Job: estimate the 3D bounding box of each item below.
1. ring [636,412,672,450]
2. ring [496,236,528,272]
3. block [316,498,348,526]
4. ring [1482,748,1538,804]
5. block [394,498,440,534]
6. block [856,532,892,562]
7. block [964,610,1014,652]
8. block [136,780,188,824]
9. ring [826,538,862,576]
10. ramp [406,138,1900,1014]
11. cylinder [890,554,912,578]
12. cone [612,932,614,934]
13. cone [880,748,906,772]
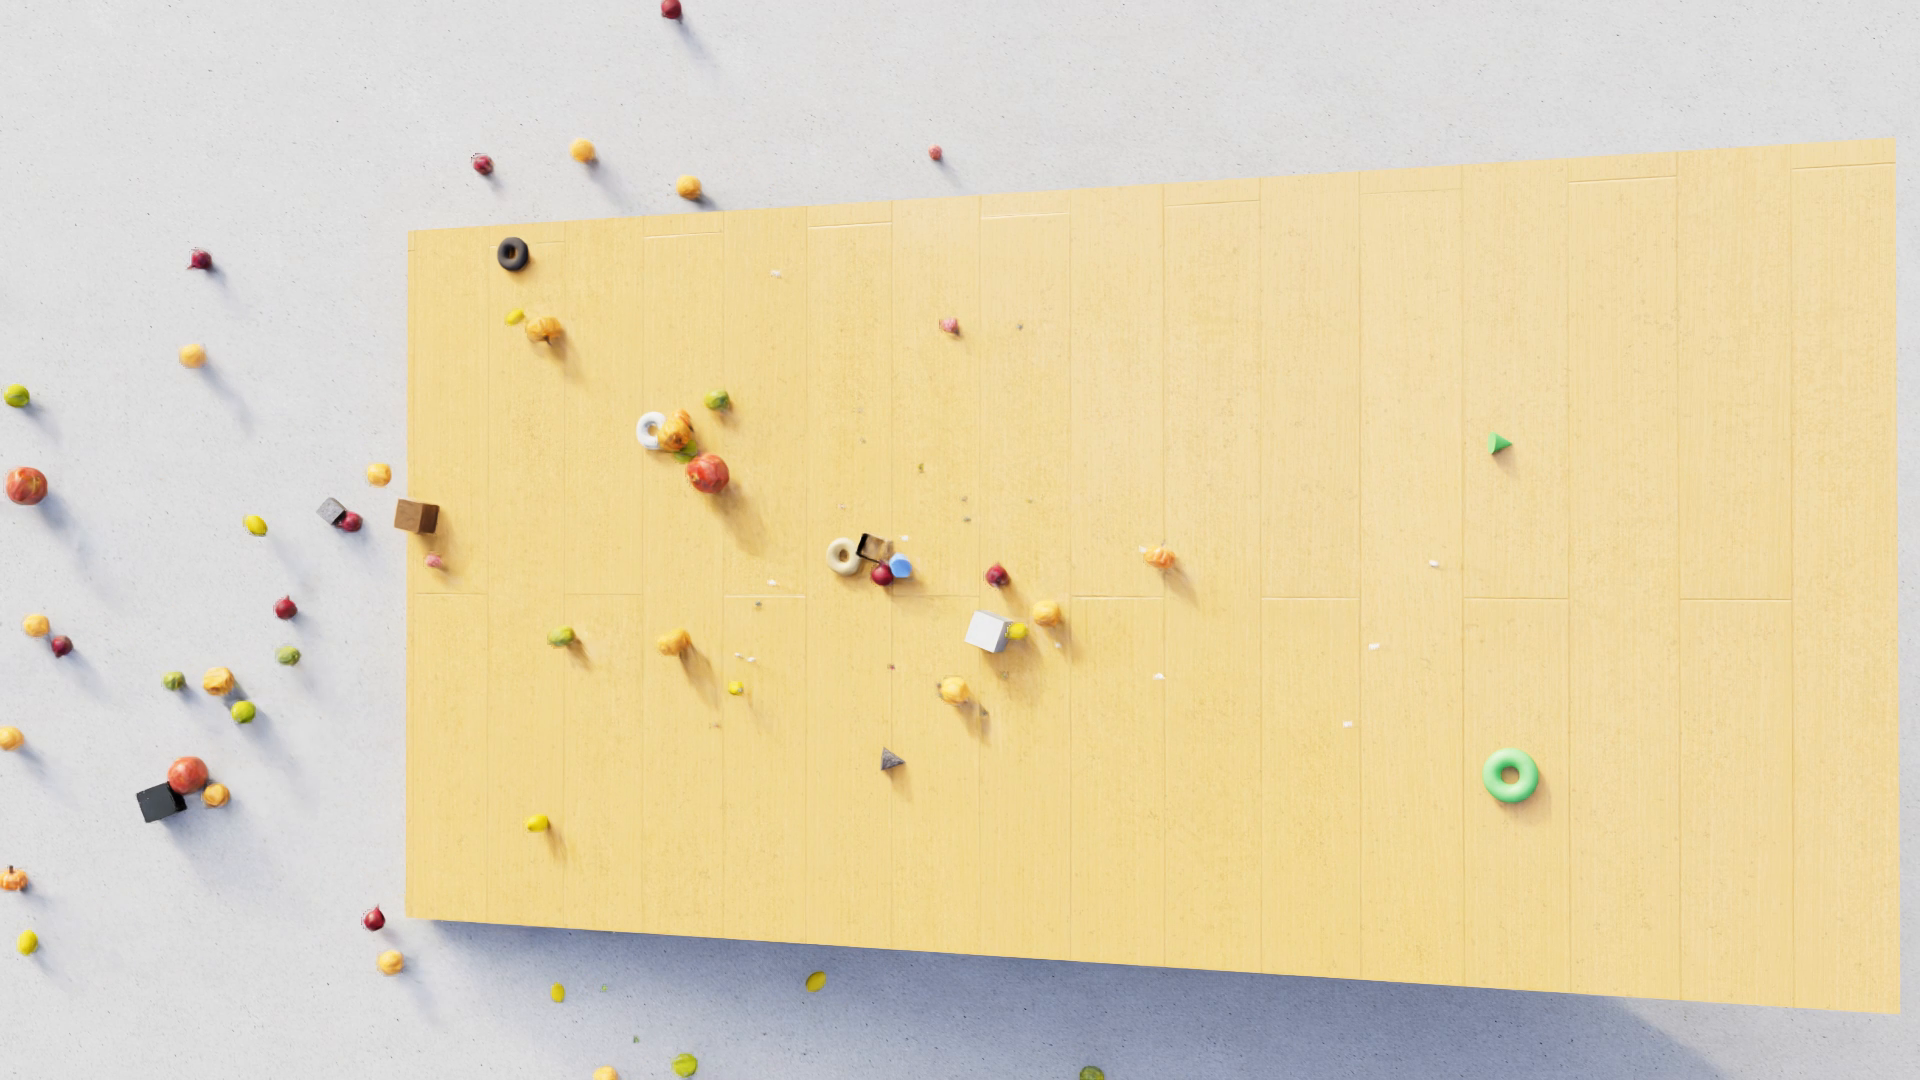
[{"bbox_3d":[-0.851,-0.303,6.109,0.106,0.035,0.106,-1,88,21],"label":"ring"},{"bbox_3d":[-1.276,-0.816,6.275,0.100,0.033,0.100,0,89,19],"label":"ring"},{"bbox_3d":[-1.848,-0.084,6.472,0.059,0.059,0.059,41,89,0],"label":"block"},{"bbox_3d":[1.324,0.566,5.288,0.133,0.044,0.133,0,90,20],"label":"ring"},{"bbox_3d":[-1.568,-0.069,6.345,0.085,0.085,0.085,12,93,20],"label":"block"},{"bbox_3d":[-0.229,0.020,5.860,0.064,0.064,0.064,22,97,19],"label":"block"},{"bbox_3d":[0.077,0.237,5.732,0.085,0.085,0.085,21,97,19],"label":"block"},{"bbox_3d":[-2.340,0.766,6.443,0.094,0.094,0.094,-21,89,0],"label":"block"},{"bbox_3d":[-0.311,0.045,5.906,0.104,0.035,0.104,0,90,19],"label":"ring"},{"bbox_3d":[0.281,0.089,5.757,4.000,0.100,2.000,0,89,20],"label":"ramp"},{"bbox_3d":[-0.158,0.068,5.820,0.053,0.053,0.053,-2,105,-6],"label":"cylinder"},{"bbox_3d":[-1.014,1.131,6.469,0.072,0.072,0.072,19,118,0],"label":"cone"},{"bbox_3d":[-0.175,0.587,5.850,0.067,0.067,0.067,5,89,-11],"label":"cone"}]
